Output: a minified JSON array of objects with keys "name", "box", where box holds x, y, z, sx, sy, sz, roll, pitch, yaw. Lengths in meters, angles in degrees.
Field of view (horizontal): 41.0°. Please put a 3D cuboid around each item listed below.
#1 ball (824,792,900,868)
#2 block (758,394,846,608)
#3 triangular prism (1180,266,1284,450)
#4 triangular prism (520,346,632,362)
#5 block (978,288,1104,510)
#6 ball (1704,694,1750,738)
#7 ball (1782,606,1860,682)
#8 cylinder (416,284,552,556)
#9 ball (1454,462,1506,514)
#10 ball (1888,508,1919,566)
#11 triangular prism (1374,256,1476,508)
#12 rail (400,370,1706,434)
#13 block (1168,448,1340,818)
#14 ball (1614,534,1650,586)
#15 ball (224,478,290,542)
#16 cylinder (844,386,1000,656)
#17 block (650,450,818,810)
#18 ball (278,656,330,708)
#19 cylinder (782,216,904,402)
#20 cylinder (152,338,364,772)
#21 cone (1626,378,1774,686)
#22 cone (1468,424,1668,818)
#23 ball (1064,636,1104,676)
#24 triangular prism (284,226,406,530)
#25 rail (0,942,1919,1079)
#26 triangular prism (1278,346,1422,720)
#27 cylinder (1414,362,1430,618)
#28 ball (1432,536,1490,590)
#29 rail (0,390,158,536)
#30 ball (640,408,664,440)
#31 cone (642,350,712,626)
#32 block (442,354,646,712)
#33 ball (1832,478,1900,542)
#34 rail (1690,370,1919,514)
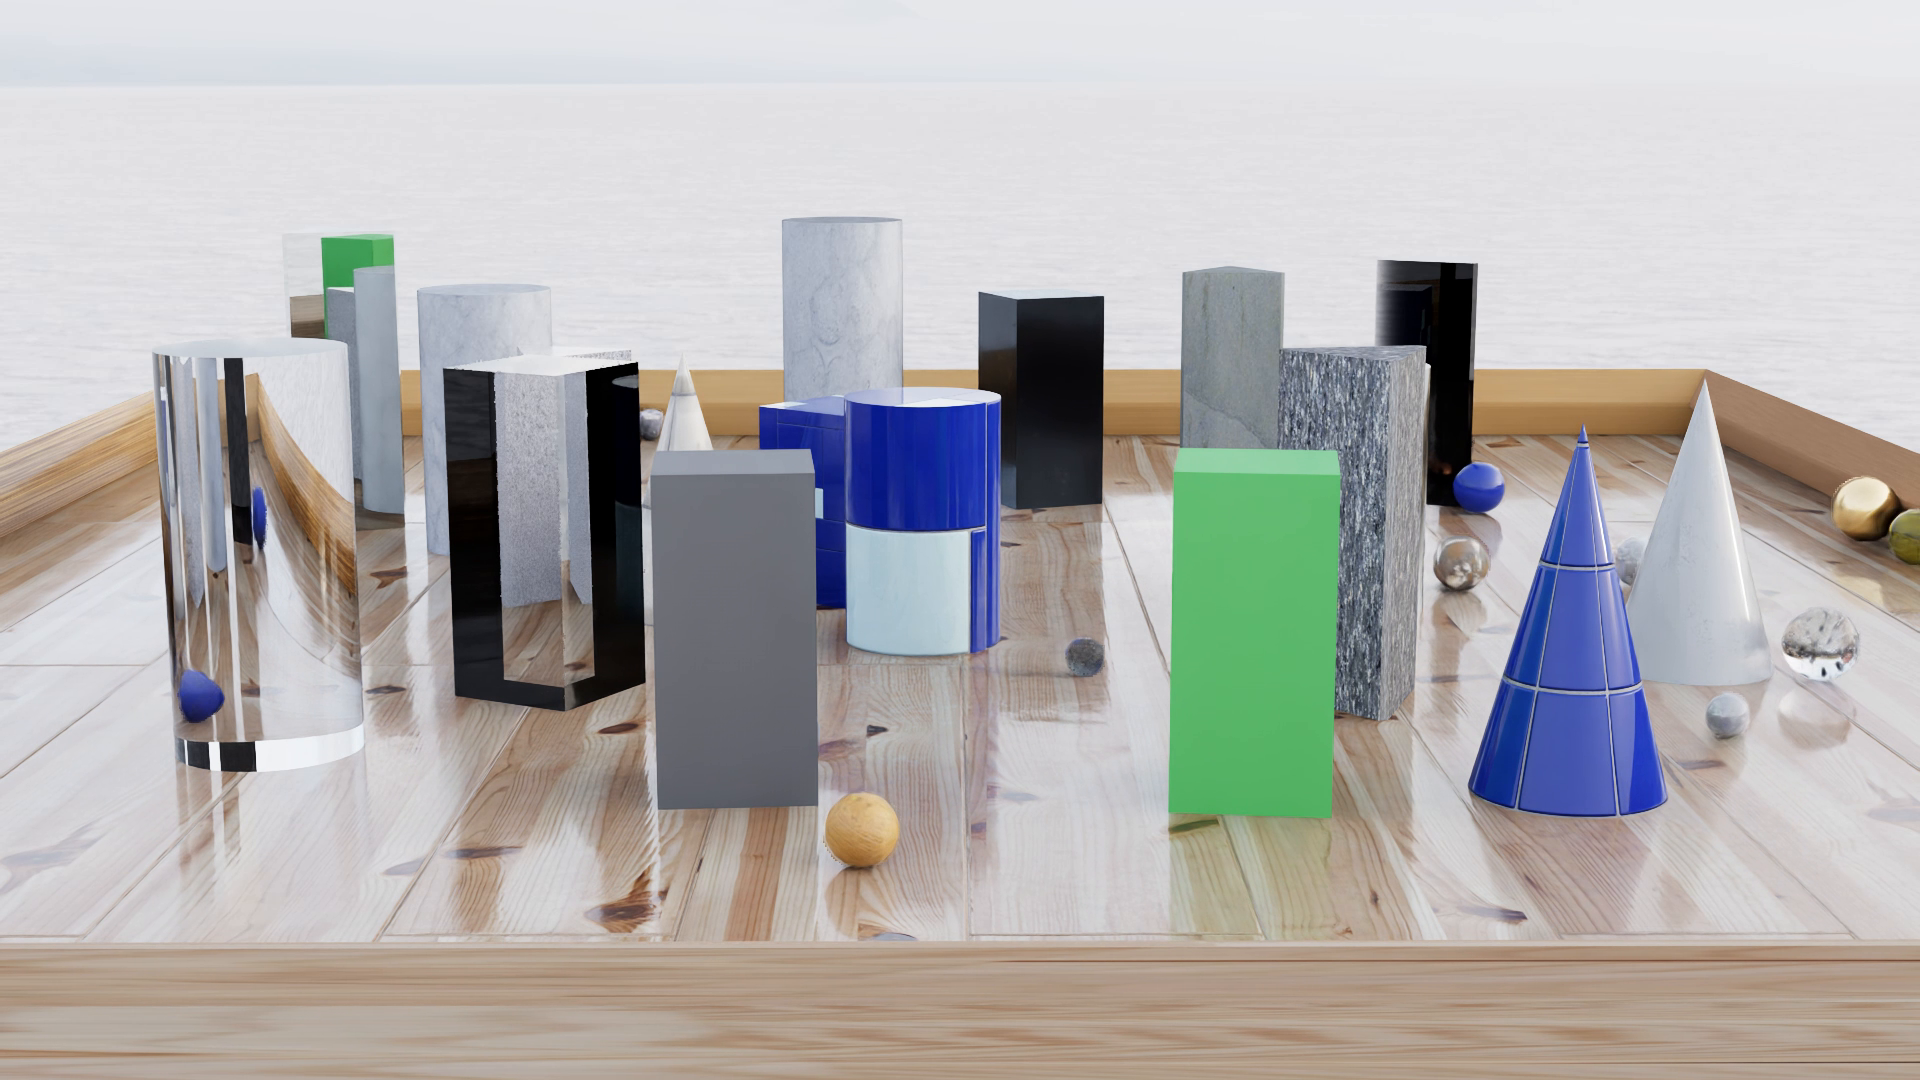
[{"name":"ball","box":[-0.090,0.266,2.361,0.069,0.069,0.069,0,10,0]},{"name":"block","box":[-0.165,-0.056,3.568,0.159,0.264,0.159,8,13,38]},{"name":"triangular prism","box":[0.476,-0.290,4.530,0.173,0.375,0.149,1,10,3]},{"name":"triangular prism","box":[-0.576,-0.104,3.634,0.173,0.333,0.149,-10,14,-43]},{"name":"block","box":[0.135,-0.241,4.331,0.159,0.350,0.159,-4,11,-23]},{"name":"ball","box":[0.842,0.193,2.815,0.048,0.048,0.048,0,10,0]},{"name":"ball","box":[1.031,0.125,3.072,0.089,0.089,0.089,0,10,0]},{"name":"cylinder","box":[-0.719,-0.186,3.910,0.199,0.394,0.199,0,10,0]},{"name":"ball","box":[0.855,-0.086,4.224,0.085,0.085,0.085,0,10,0]},{"name":"ball","box":[1.413,-0.005,3.785,0.084,0.084,0.084,0,10,0]},{"name":"triangular prism","box":[0.808,-0.274,4.350,0.173,0.407,0.149,6,12,29]},{"name":"rail","box":[-0.010,-0.271,5.094,2.998,0.129,0.045,0,10,0]},{"name":"block","box":[0.295,0.089,2.572,0.159,0.341,0.159,1,11,7]},{"name":"ball","box":[0.960,0.030,3.628,0.074,0.074,0.074,0,10,0]},{"name":"ball","box":[-1.089,-0.046,3.971,0.098,0.098,0.098,0,10,0]},{"name":"cylinder","box":[-0.048,-0.027,3.270,0.199,0.314,0.199,0,10,0]},{"name":"block","box":[-0.227,0.087,2.598,0.159,0.336,0.159,-1,11,-5]},{"name":"ball","box":[-0.752,0.163,2.945,0.059,0.059,0.059,0,10,0]},{"name":"cylinder","box":[-0.195,-0.295,4.279,0.199,0.475,0.199,0,10,0]},{"name":"cylinder","box":[-0.747,0.011,2.738,0.199,0.434,0.199,0,10,0]},{"name":"cone","box":[0.896,-0.019,3.117,0.199,0.356,0.199,0,10,0]},{"name":"cone","box":[0.618,0.069,2.577,0.199,0.378,0.199,0,10,0]},{"name":"ball","box":[0.151,0.141,3.098,0.048,0.048,0.048,0,10,0]},{"name":"triangular prism","box":[-0.995,-0.258,4.090,0.173,0.472,0.149,-5,12,-25]},{"name":"rail","box":[0.010,0.338,1.803,2.998,0.129,0.045,0,10,0]},{"name":"triangular prism","box":[0.480,-0.017,2.965,0.149,0.406,0.173,-9,14,-39]},{"name":"cylinder","box":[0.528,-0.071,3.458,0.199,0.332,0.199,0,10,0]},{"name":"ball","box":[0.703,0.032,3.600,0.078,0.078,0.078,0,10,0]},{"name":"rail","box":[-1.476,0.035,3.440,0.045,0.129,3.394,0,10,0]},{"name":"ball","box":[-0.610,-0.229,5.059,0.062,0.062,0.062,0,10,0]},{"name":"cone","box":[-0.368,-0.078,3.435,0.199,0.355,0.199,0,10,0]},{"name":"block","box":[-0.483,-0.013,3.001,0.159,0.386,0.159,6,12,28]},{"name":"ball","box":[1.402,-0.046,3.969,0.100,0.100,0.100,0,10,0]},{"name":"rail","box":[1.476,0.032,3.457,0.045,0.129,3.394,0,10,0]}]
